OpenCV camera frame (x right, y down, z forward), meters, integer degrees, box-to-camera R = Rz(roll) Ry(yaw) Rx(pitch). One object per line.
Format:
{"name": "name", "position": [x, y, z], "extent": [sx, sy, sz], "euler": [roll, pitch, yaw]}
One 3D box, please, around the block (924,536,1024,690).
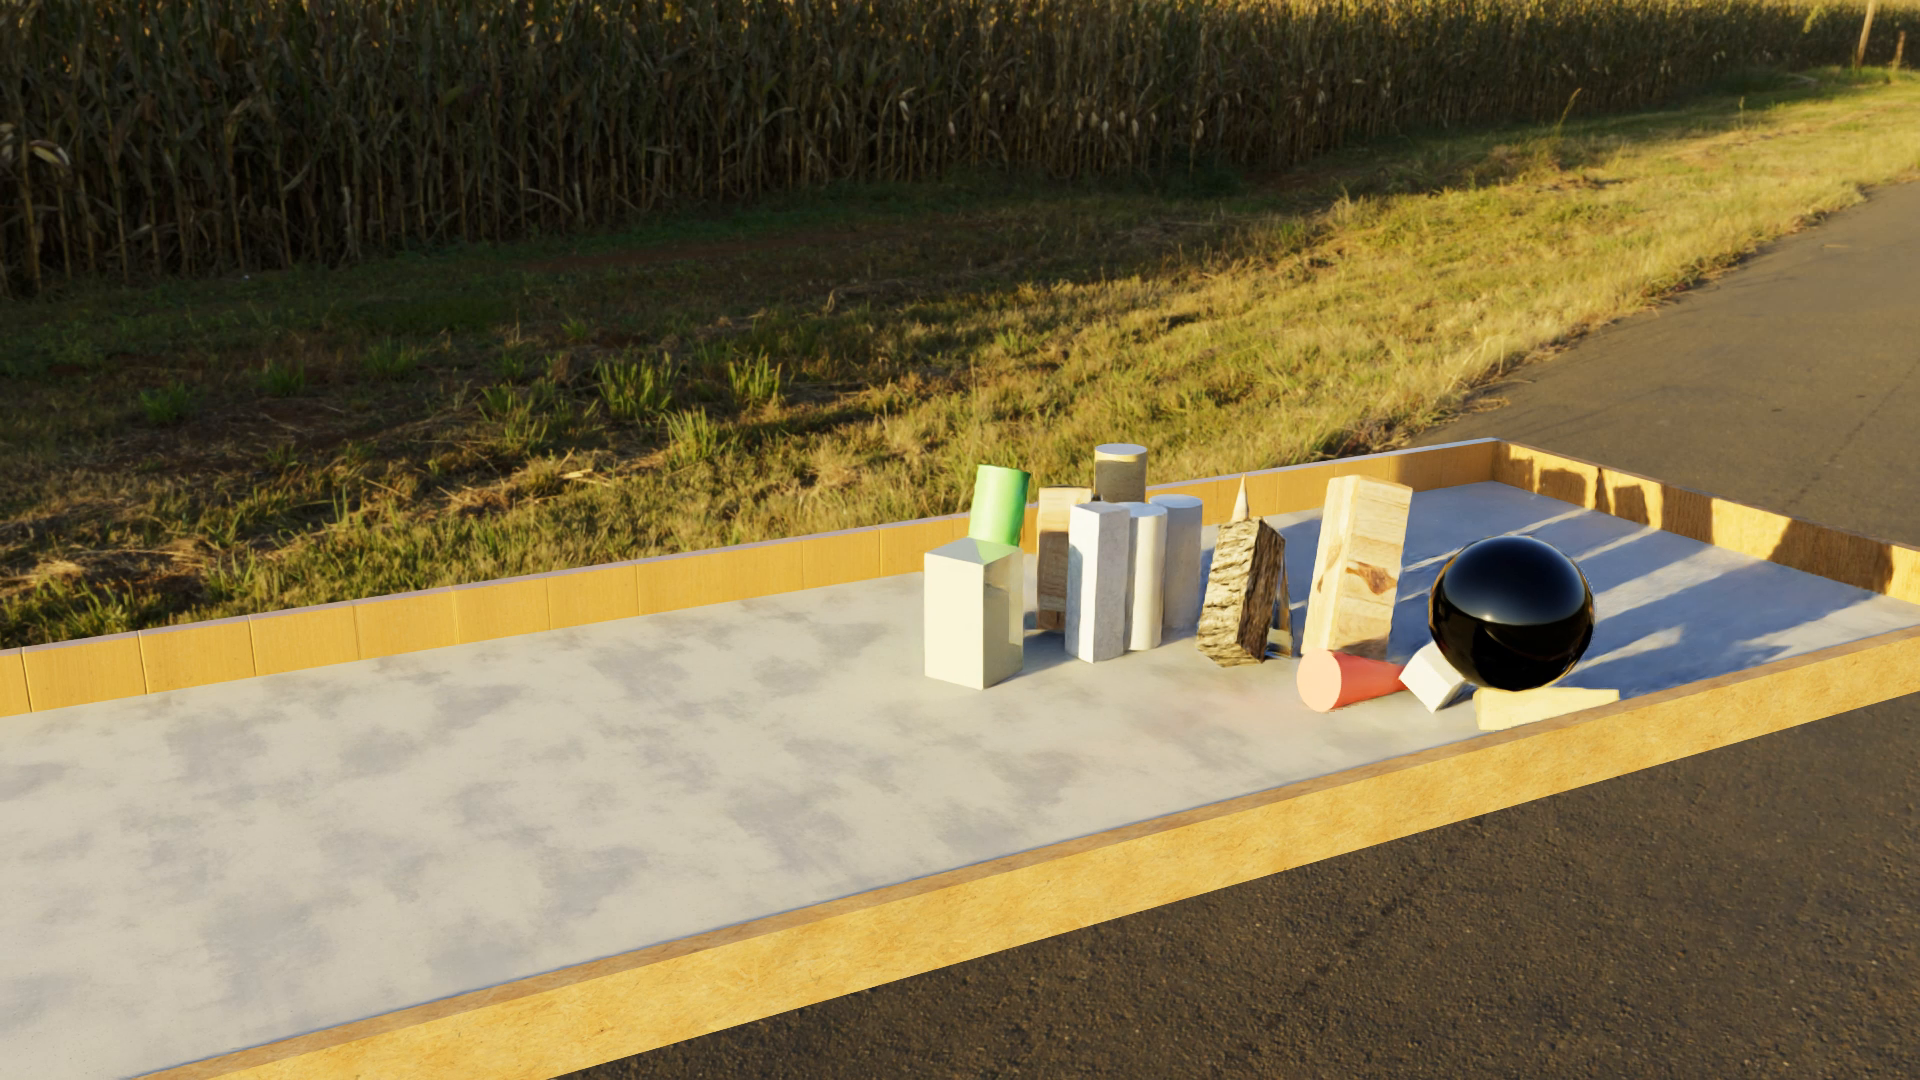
{"name": "block", "position": [0.035, 0.182, 4.162], "extent": [0.179, 0.324, 0.179], "euler": [11, 20, 34]}

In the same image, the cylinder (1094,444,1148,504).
{"name": "cylinder", "position": [0.467, -0.065, 4.842], "extent": [0.152, 0.414, 0.152], "euler": [0, 16, 0]}

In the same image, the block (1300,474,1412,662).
{"name": "block", "position": [1.008, 0.078, 4.197], "extent": [0.152, 0.456, 0.152], "euler": [12, -6, -18]}

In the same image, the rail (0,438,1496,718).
{"name": "rail", "position": [-3.305, 0.497, 3.399], "extent": [12.000, 0.150, 0.050], "euler": [-9, 18, -27]}

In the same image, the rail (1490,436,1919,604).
{"name": "rail", "position": [2.466, -0.048, 5.253], "extent": [0.050, 0.150, 2.100], "euler": [-9, 18, -27]}

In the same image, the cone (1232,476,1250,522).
{"name": "cone", "position": [0.743, 0.036, 4.403], "extent": [0.166, 0.436, 0.166], "euler": [4, -2, 0]}

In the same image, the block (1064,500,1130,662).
{"name": "block", "position": [0.355, 0.107, 4.279], "extent": [0.108, 0.397, 0.108], "euler": [-10, 19, -36]}

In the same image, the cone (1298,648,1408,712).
{"name": "cone", "position": [1.055, 0.340, 4.064], "extent": [0.451, 0.152, 0.152], "euler": [2, 13, -30]}

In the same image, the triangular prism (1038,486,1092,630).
{"name": "triangular prism", "position": [0.269, 0.045, 4.497], "extent": [0.145, 0.380, 0.126], "euler": [0, 5, -11]}

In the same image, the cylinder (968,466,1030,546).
{"name": "cylinder", "position": [0.087, 0.024, 4.462], "extent": [0.141, 0.435, 0.141], "euler": [9, 0, 0]}

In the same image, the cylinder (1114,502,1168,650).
{"name": "cylinder", "position": [0.456, 0.094, 4.380], "extent": [0.172, 0.362, 0.172], "euler": [1, 14, 0]}

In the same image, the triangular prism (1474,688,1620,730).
{"name": "triangular prism", "position": [1.359, 0.373, 3.818], "extent": [0.305, 0.090, 0.103], "euler": [1, 47, 6]}

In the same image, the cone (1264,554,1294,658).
{"name": "cone", "position": [0.808, 0.142, 4.262], "extent": [0.163, 0.302, 0.163], "euler": [12, -6, 1]}

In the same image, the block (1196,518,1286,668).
{"name": "block", "position": [0.715, 0.134, 4.200], "extent": [0.122, 0.353, 0.122], "euler": [-10, -35, 43]}

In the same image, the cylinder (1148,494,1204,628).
{"name": "cylinder", "position": [0.591, 0.056, 4.562], "extent": [0.149, 0.340, 0.149], "euler": [0, 16, 0]}

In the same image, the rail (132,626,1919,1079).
{"name": "rail", "position": [-2.336, 1.006, 1.665], "extent": [12.000, 0.150, 0.050], "euler": [-9, 18, -27]}

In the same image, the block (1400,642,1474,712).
{"name": "block", "position": [1.281, 0.252, 4.027], "extent": [0.445, 0.116, 0.116], "euler": [-26, 63, -28]}

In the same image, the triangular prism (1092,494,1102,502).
{"name": "triangular prism", "position": [0.296, 0.036, 4.630], "extent": [0.126, 0.331, 0.145], "euler": [12, 15, 39]}

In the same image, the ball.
{"name": "ball", "position": [1.249, 0.167, 3.743], "extent": [0.361, 0.361, 0.361], "euler": [0, 16, 0]}
